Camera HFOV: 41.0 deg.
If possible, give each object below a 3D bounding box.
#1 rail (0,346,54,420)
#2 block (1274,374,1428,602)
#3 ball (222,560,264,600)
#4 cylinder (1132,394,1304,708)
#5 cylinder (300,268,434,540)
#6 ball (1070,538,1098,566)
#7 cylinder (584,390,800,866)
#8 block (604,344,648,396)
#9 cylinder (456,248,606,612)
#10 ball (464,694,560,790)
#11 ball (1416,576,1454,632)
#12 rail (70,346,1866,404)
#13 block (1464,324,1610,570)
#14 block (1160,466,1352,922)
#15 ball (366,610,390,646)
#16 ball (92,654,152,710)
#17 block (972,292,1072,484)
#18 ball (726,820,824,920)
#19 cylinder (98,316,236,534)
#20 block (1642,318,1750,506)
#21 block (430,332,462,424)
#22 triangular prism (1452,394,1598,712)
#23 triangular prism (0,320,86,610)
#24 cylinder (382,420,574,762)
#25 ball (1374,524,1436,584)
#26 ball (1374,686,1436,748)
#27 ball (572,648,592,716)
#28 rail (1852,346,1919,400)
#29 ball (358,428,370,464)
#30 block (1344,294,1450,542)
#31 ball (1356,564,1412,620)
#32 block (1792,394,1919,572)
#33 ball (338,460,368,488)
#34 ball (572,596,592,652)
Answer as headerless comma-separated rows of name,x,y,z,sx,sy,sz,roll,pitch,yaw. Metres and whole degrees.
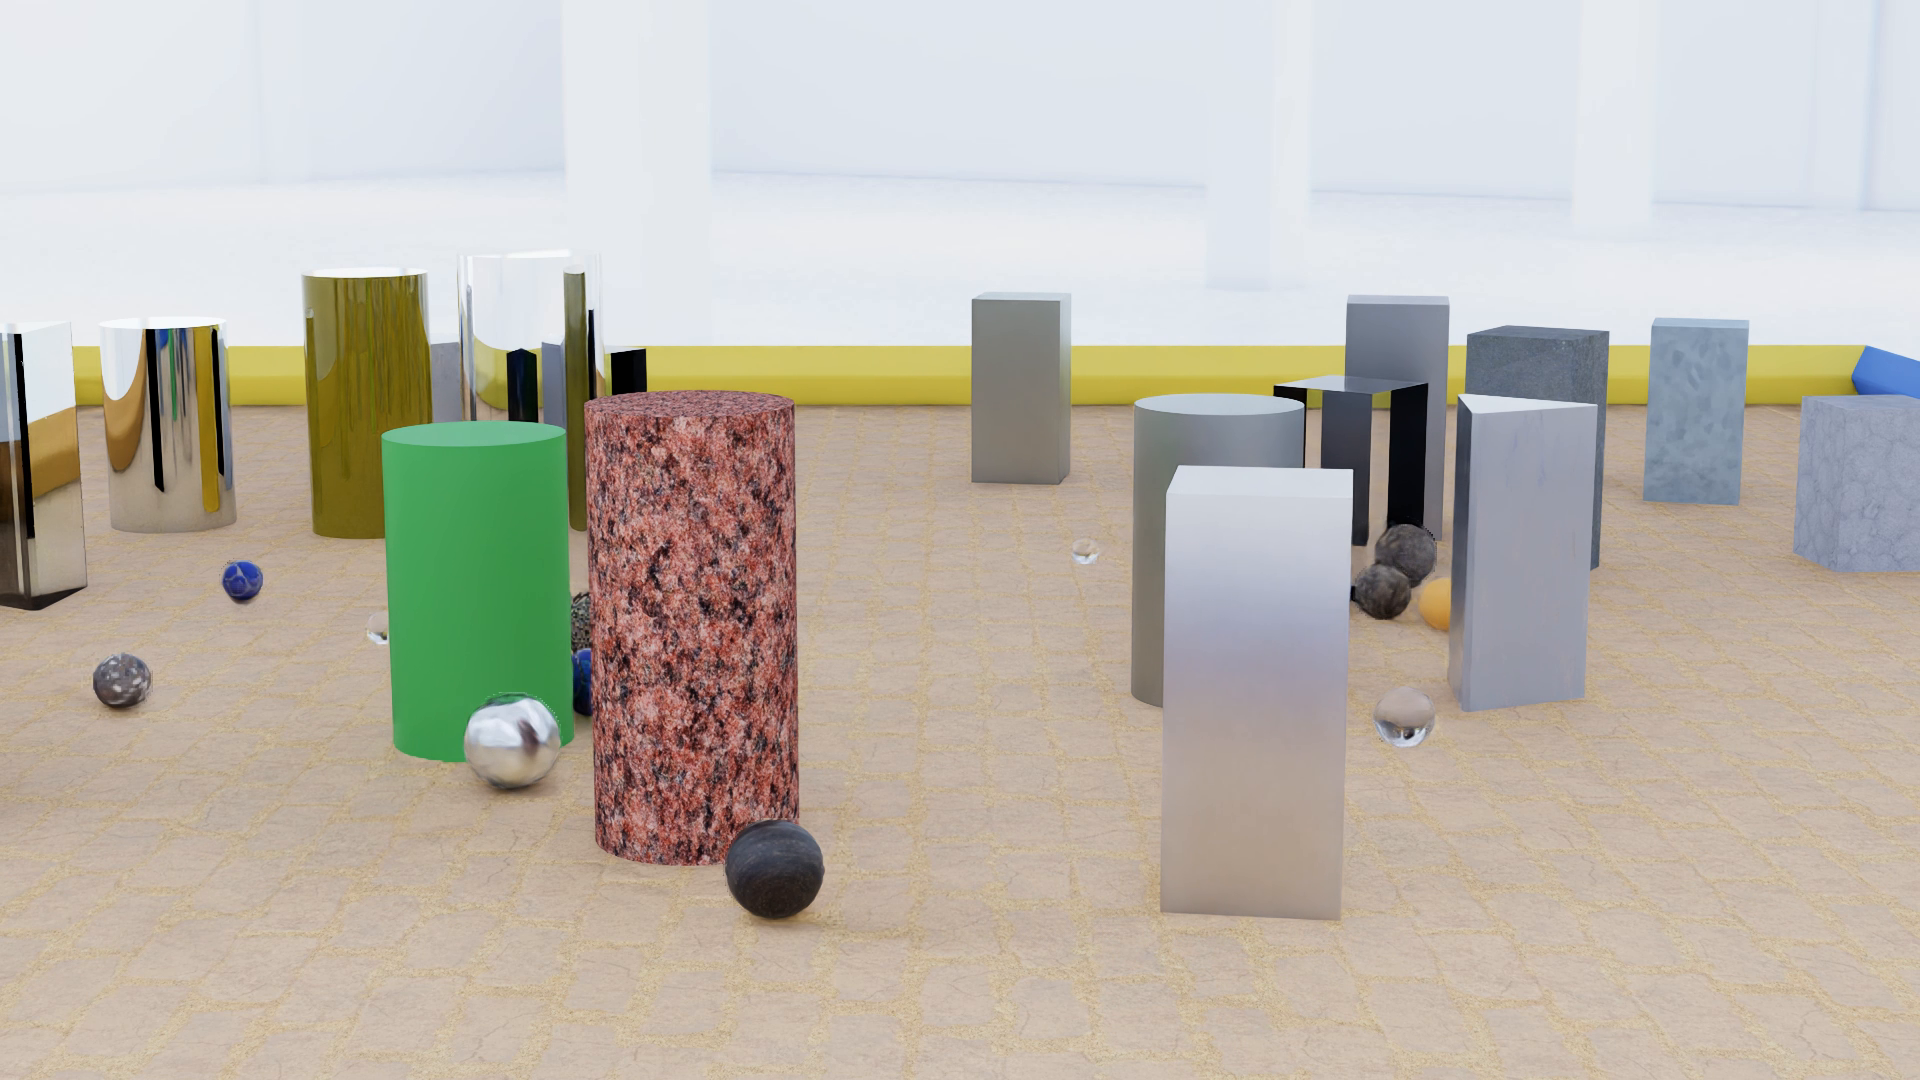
rail,-1.950,0.035,3.438,0.045,0.126,4.269,0,11,0
block,0.543,-0.075,3.591,0.156,0.288,0.156,8,13,38
ball,-0.987,0.055,3.528,0.055,0.055,0.055,0,11,0
cylinder,0.298,0.011,2.978,0.194,0.342,0.194,0,11,0
cylinder,-0.930,-0.218,4.041,0.194,0.406,0.194,0,11,0
ball,0.184,0.016,3.775,0.041,0.041,0.041,0,11,0
cylinder,-0.251,0.078,2.418,0.194,0.416,0.194,0,11,0
block,-0.646,-0.204,4.399,0.156,0.246,0.156,8,13,35
cylinder,-0.579,-0.153,3.494,0.194,0.476,0.194,0,11,0
ball,-0.455,0.205,2.607,0.097,0.097,0.097,0,11,0
ball,0.632,0.083,3.338,0.074,0.074,0.074,0,11,0
rail,-0.012,-0.353,5.524,3.948,0.126,0.045,0,11,0
block,0.830,-0.127,3.711,0.156,0.347,0.156,7,12,32
block,0.263,0.130,2.262,0.156,0.369,0.156,2,11,8
ball,-0.731,0.111,3.254,0.045,0.045,0.045,0,11,0
ball,-0.957,0.161,2.932,0.064,0.064,0.064,0,11,0
block,0.110,-0.272,4.554,0.156,0.323,0.156,2,11,10
ball,-0.159,0.284,2.213,0.085,0.085,0.085,0,11,0
cylinder,-1.263,-0.186,4.096,0.194,0.323,0.194,0,11,0
block,1.250,-0.221,4.353,0.156,0.296,0.156,3,11,17
block,-0.911,-0.217,4.425,0.156,0.262,0.156,-10,14,-43
triangular prism,0.621,0.009,2.991,0.168,0.343,0.146,-5,12,-24
triangular prism,-1.275,-0.108,3.531,0.168,0.375,0.146,7,13,33
cylinder,-0.520,0.051,2.775,0.194,0.337,0.194,0,11,0
ball,0.601,0.020,3.466,0.082,0.082,0.082,0,11,0
ball,0.479,0.191,2.765,0.066,0.066,0.066,0,11,0
ball,-0.414,0.160,2.898,0.078,0.078,0.078,0,11,0
rail,1.950,0.030,3.460,0.045,0.126,4.269,0,11,0
ball,-1.059,-0.171,4.684,0.079,0.079,0.079,0,11,0
block,0.681,-0.194,4.021,0.156,0.365,0.156,2,11,9
ball,0.562,0.069,3.407,0.073,0.073,0.073,0,11,0
block,1.342,-0.085,3.784,0.156,0.238,0.156,-1,11,-5
ball,-1.053,-0.113,4.451,0.049,0.049,0.049,0,11,0
ball,-0.431,0.111,3.122,0.093,0.093,0.093,0,11,0
